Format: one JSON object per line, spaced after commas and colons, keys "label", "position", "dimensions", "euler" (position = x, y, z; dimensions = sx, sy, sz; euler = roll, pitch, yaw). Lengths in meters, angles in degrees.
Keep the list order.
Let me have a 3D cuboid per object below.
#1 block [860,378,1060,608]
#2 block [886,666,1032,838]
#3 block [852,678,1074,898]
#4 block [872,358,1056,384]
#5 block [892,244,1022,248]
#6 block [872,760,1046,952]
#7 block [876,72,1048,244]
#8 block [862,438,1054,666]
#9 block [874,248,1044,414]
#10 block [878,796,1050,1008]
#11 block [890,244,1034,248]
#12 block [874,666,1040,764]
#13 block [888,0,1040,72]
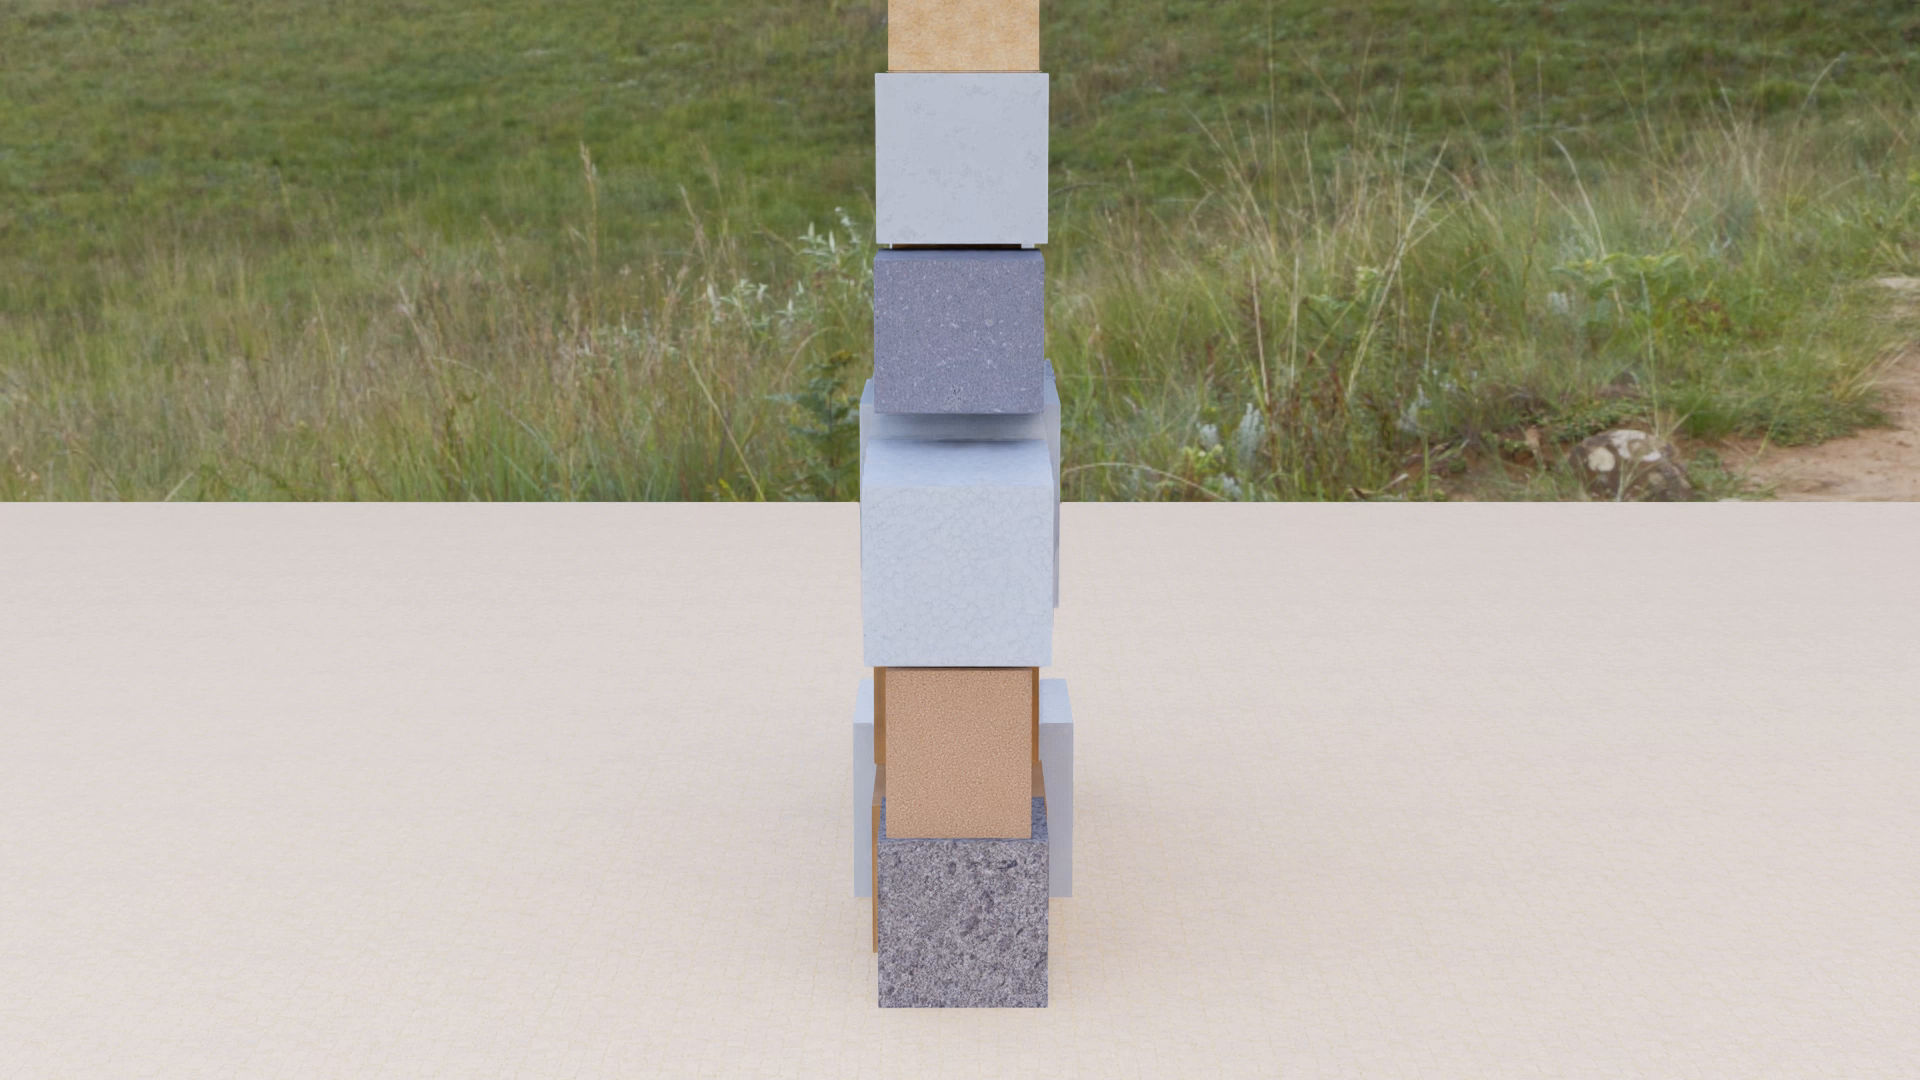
{"label": "block", "position": [0.000, -0.204, 10.507], "dimensions": [0.788, 0.817, 0.778], "euler": [0, 11, 0]}
{"label": "block", "position": [-0.005, 0.752, 9.954], "dimensions": [0.548, 0.647, 0.629], "euler": [0, 10, 0]}
{"label": "block", "position": [0.014, 1.089, 11.409], "dimensions": [0.941, 0.776, 0.813], "euler": [0, 10, 0]}
{"label": "block", "position": [0.015, -0.372, 11.291], "dimensions": [0.781, 0.767, 0.787], "euler": [0, 10, 0]}
{"label": "block", "position": [-0.013, -0.958, 10.658], "dimensions": [0.521, 0.606, 0.610], "euler": [0, 11, 0]}
{"label": "block", "position": [-0.003, 1.305, 10.669], "dimensions": [0.701, 0.615, 0.700], "euler": [0, 10, 0]}
{"label": "block", "position": [0.008, -1.552, 10.378], "dimensions": [0.679, 0.664, 0.582], "euler": [0, 11, 0]}
{"label": "block", "position": [-0.009, 0.036, 9.761], "dimensions": [0.699, 0.693, 0.716], "euler": [0, 16, 0]}
{"label": "block", "position": [-0.004, -0.827, 10.043], "dimensions": [0.645, 0.581, 0.623], "euler": [0, 11, 0]}
{"label": "block", "position": [0.012, 1.404, 10.011], "dimensions": [0.647, 0.656, 0.612], "euler": [0, 10, 0]}
{"label": "block", "position": [0.009, -1.175, 11.881], "dimensions": [0.644, 0.648, 0.775], "euler": [0, 6, 0]}
{"label": "block", "position": [-0.015, 0.519, 10.604], "dimensions": [0.661, 0.639, 0.720], "euler": [0, 11, 0]}
{"label": "block", "position": [0.015, -2.273, 10.585], "dimensions": [0.604, 0.682, 0.679], "euler": [0, 8, 0]}
